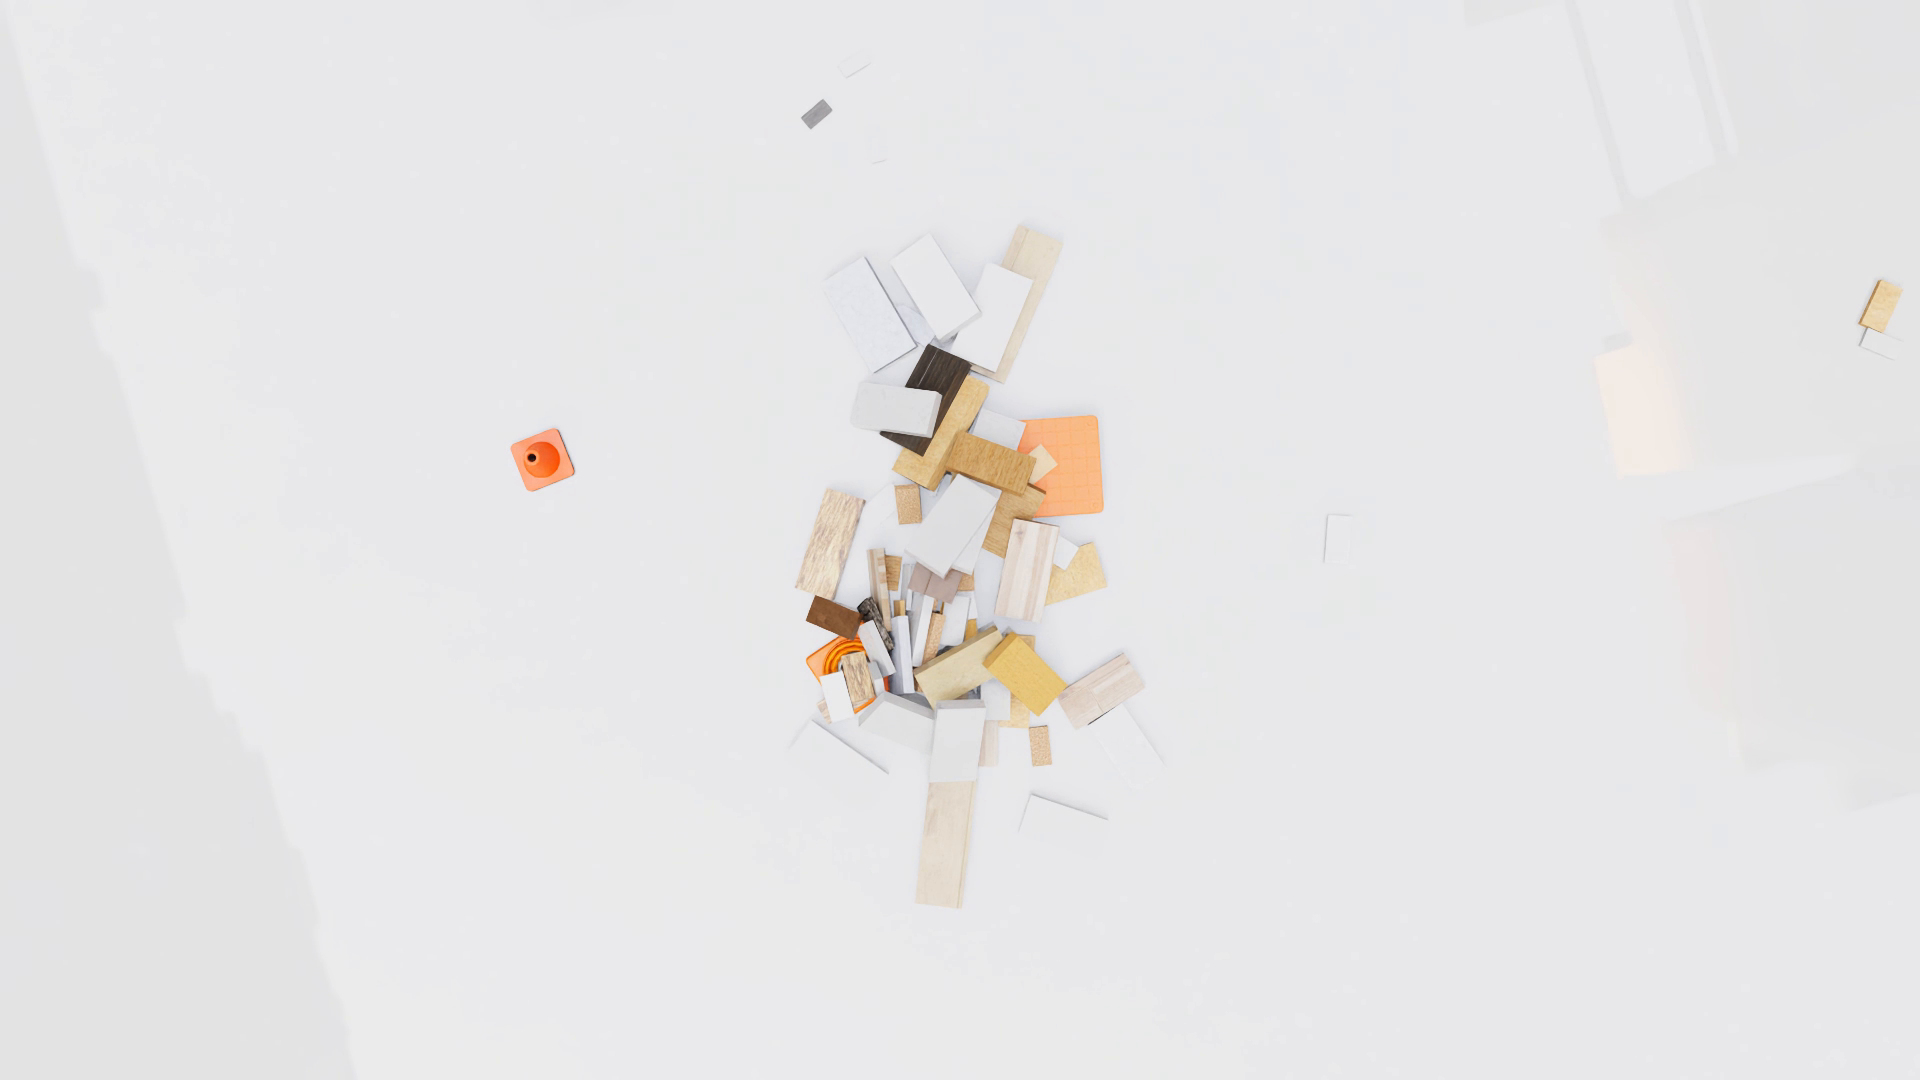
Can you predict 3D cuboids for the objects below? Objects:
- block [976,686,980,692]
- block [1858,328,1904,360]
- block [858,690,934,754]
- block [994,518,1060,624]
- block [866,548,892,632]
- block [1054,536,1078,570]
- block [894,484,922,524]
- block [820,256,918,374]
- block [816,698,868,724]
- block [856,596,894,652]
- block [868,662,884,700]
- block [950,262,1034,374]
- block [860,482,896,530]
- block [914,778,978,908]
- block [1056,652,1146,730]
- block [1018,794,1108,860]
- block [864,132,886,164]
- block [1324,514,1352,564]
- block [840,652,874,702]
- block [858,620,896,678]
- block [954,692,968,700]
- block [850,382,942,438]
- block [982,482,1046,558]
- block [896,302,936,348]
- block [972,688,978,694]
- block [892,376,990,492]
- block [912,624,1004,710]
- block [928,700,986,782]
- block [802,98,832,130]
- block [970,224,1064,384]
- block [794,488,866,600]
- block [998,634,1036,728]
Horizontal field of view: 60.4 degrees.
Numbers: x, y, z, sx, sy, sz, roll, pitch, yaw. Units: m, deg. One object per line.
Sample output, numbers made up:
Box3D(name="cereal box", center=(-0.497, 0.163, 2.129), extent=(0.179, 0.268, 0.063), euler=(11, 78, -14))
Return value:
Box3D(name="block", center=(0.095, 0.418, 5.467), extent=(0.082, 0.023, 0.165), euler=(0, 82, -14))
Box3D(name="block", center=(3.067, -0.651, 5.491), extent=(0.129, 0.018, 0.064), euler=(23, 90, 0))
Box3D(name="block", center=(-0.159, 0.603, 5.375), extent=(0.310, 0.044, 0.155), euler=(25, 127, -25))
Box3D(name="block", center=(0.220, 0.099, 5.411), extent=(0.155, 0.044, 0.324), euler=(11, 99, -2))
Box3D(name="block", center=(-0.268, 0.165, 5.455), extent=(0.025, 0.088, 0.273), euler=(-6, 90, -26))
Box3D(name="block", center=(0.295, 0.017, 5.447), extent=(0.176, 0.025, 0.088), euler=(32, 87, 4))
Box3D(name="block", center=(-0.170, -0.118, 5.437), extent=(0.078, 0.022, 0.157), euler=(-5, 134, 0))
Box3D(name="block", center=(-0.300, -0.744, 5.460), extent=(0.171, 0.048, 0.342), euler=(-30, 90, 11))
Box3D(name="block", center=(-0.387, 0.535, 5.447), extent=(0.157, 0.022, 0.078), euler=(-31, 94, 4))
Box3D(name="block", center=(-0.279, 0.288, 5.432), extent=(0.026, 0.093, 0.186), euler=(-19, 78, -27))
Box3D(name="block", center=(-0.263, 0.508, 5.404), extent=(0.028, 0.099, 0.199), euler=(-14, 122, -10))
Box3D(name="block", center=(0.104, -0.732, 5.431), extent=(0.162, 0.046, 0.325), euler=(23, 90, 0))
Box3D(name="block", center=(-0.261, -0.111, 5.489), extent=(0.157, 0.022, 0.078), euler=(-42, 90, 0))
Box3D(name="block", center=(-0.046, 0.999, 5.478), extent=(0.157, 0.044, 0.428), euler=(7, 90, 0))
Box3D(name="block", center=(0.464, 0.503, 5.481), extent=(0.271, 0.038, 0.135), euler=(-31, 90, 0))
Box3D(name="block", center=(0.343, 0.952, 5.481), extent=(0.271, 0.038, 0.135), euler=(18, 90, 0))
Box3D(name="block", center=(-0.281, -1.308, 5.493), extent=(0.049, 0.014, 0.098), euler=(-15, 90, 0))
Box3D(name="block", center=(1.257, -0.001, 5.489), extent=(0.080, 0.023, 0.159), euler=(4, 90, 0))
Box3D(name="block", center=(-0.336, 0.451, 5.420), extent=(0.078, 0.022, 0.157), euler=(-12, 76, -6))
Box3D(name="block", center=(-0.276, 0.360, 5.409), extent=(0.026, 0.093, 0.186), euler=(-23, 87, -29))
Box3D(name="block", center=(0.003, 0.530, 5.493), extent=(0.050, 0.014, 0.101), euler=(-4, 90, 0))
Box3D(name="block", center=(-0.210, -0.427, 5.406), extent=(0.290, 0.041, 0.145), euler=(10, 81, 27))
Box3D(name="block", center=(0.164, -0.074, 5.428), extent=(0.132, 0.037, 0.264), euler=(26, 111, -7))
Box3D(name="block", center=(-0.156, -0.714, 5.489), extent=(0.159, 0.023, 0.080), euler=(32, 90, 0))
Box3D(name="block", center=(0.040, 0.420, 5.477), extent=(0.082, 0.023, 0.165), euler=(-32, 90, -17))
Box3D(name="block", center=(-0.063, -0.367, 5.427), extent=(0.171, 0.048, 0.390), euler=(28, 90, 40))
Box3D(name="block", center=(0.014, 0.415, 5.363), extent=(0.308, 0.041, 0.145), euler=(-29, 114, -3))
Box3D(name="block", center=(-0.013, 0.655, 5.370), extent=(0.157, 0.044, 0.313), euler=(-1, 125, -11))
Box3D(name="block", center=(-0.477, -1.418, 5.493), extent=(0.098, 0.014, 0.049), euler=(-41, 90, 0))
Box3D(name="block", center=(0.170, -0.782, 5.477), extent=(0.162, 0.046, 0.504), euler=(23, 90, 0))
Box3D(name="block", center=(-0.430, 0.013, 5.469), extent=(0.132, 0.037, 0.349), euler=(18, 90, 11))
Box3D(name="block", center=(0.190, 0.469, 5.486), extent=(0.099, 0.028, 0.309), euler=(4, 90, 0))
